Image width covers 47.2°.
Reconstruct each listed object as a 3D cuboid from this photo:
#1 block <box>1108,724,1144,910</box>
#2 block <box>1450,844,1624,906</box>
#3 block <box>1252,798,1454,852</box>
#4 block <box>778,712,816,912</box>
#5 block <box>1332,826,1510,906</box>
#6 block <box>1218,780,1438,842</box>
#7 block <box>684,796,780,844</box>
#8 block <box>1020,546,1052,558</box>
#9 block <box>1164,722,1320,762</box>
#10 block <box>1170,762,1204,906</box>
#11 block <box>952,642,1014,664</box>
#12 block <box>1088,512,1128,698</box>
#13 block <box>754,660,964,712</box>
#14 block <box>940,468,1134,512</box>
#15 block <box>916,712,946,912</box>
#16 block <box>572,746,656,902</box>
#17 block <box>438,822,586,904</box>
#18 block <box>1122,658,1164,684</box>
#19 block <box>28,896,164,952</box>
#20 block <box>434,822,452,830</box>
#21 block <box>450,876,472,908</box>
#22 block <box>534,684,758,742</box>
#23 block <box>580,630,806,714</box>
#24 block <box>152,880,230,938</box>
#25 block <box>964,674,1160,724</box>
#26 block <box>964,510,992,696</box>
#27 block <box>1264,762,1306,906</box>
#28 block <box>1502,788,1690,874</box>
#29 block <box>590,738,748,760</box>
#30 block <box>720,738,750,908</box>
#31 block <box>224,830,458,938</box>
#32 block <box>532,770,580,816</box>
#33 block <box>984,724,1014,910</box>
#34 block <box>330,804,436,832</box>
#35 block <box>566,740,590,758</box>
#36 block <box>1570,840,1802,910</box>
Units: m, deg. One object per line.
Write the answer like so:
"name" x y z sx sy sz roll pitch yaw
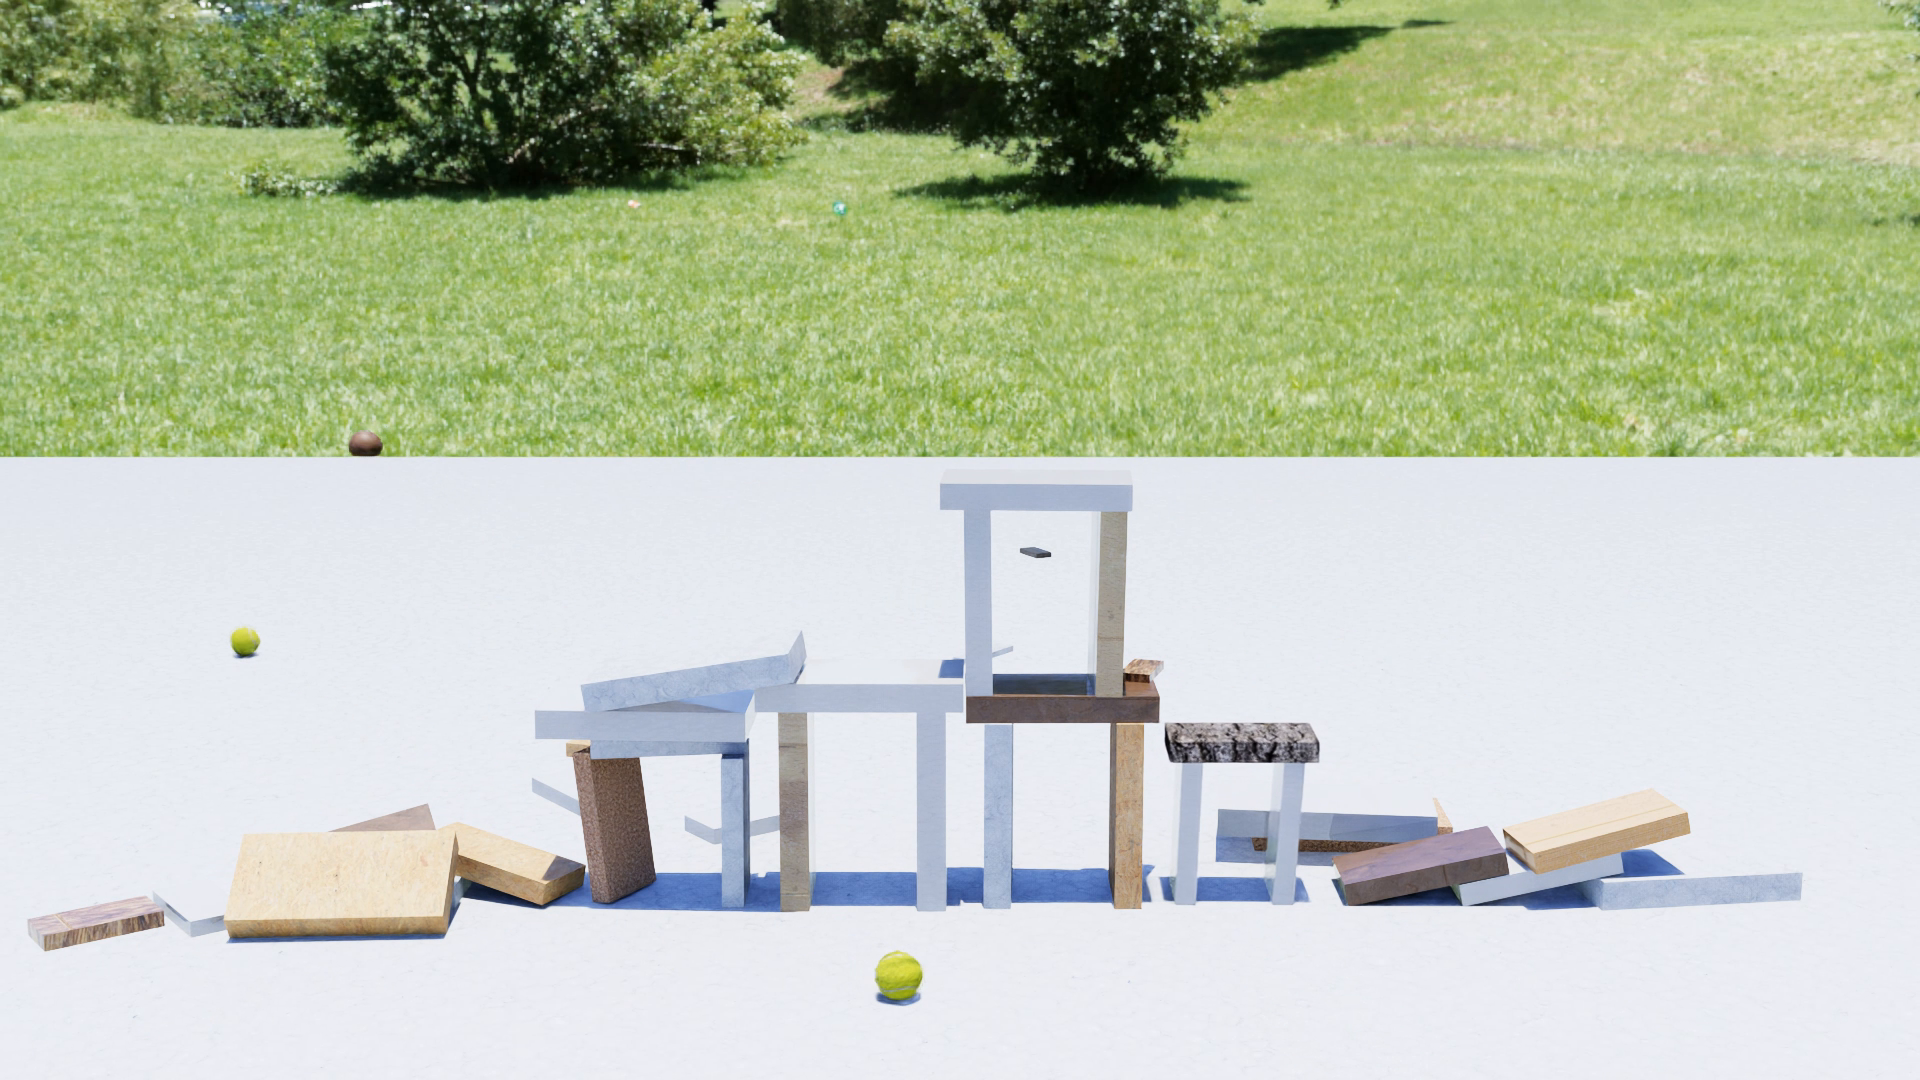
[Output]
"block" 0.275 0.436 3.642 0.044 0.312 0.156 0 11 0
"block" 0.951 0.541 3.664 0.267 0.038 0.134 -12 12 2
"block" 0.697 0.511 3.959 0.346 0.049 0.173 0 11 2
"block" -0.269 0.426 3.636 0.047 0.335 0.167 0 11 0
"block" 0.765 0.542 3.663 0.267 0.038 0.134 -12 11 3
"block" 0.642 0.478 3.872 0.374 0.049 0.173 1 11 7
"block" -0.387 0.510 4.019 0.208 0.029 0.104 -8 13 -37
"block" 0.227 0.038 6.603 0.051 0.015 0.103 -6 12 -28
"block" 0.463 0.334 3.623 0.242 0.034 0.121 0 11 1
"block" 0.375 0.470 3.650 0.034 0.242 0.121 2 11 1
"block" 0.056 0.276 5.321 0.051 0.015 0.183 7 13 35
"block" 0.239 0.089 3.579 0.043 0.304 0.152 1 10 -2
"block" -0.161 0.238 3.600 0.335 0.047 0.167 0 11 0
"block" 0.124 -0.081 3.541 0.304 0.043 0.152 1 11 3
"block" -0.046 0.426 3.636 0.047 0.335 0.167 0 11 0
"block" -0.574 0.462 3.659 0.036 0.252 0.126 -3 8 30
"block" -0.774 0.540 3.688 0.259 0.037 0.130 15 11 19
"block" 0.304 0.219 3.677 0.051 0.015 0.103 4 11 18
"block" -1.373 0.609 3.497 0.185 0.026 0.092 -8 13 -37
"block" -0.998 0.532 3.907 0.184 0.026 0.092 -2 11 -12
"block" -0.956 0.572 3.663 0.259 0.037 0.130 0 11 0
"block" -0.511 0.283 3.608 0.338 0.048 0.169 1 11 1
"block" -0.429 0.212 3.571 0.338 0.048 0.169 -9 10 5
"block" -1.232 0.596 3.565 0.092 0.026 0.185 -8 13 -37
"block" 0.165 0.260 3.616 0.312 0.044 0.156 0 10 -1
"block" 0.029 0.088 3.585 0.043 0.304 0.152 -1 10 0
"block" 0.538 0.470 3.650 0.034 0.242 0.121 3 11 1
"block" 1.053 0.482 3.645 0.267 0.038 0.134 -14 12 -5
"block" -0.482 0.322 3.628 0.252 0.036 0.126 -1 11 -10
"block" -0.371 0.467 3.642 0.036 0.252 0.126 0 11 0
"block" -0.985 0.549 3.519 0.338 0.048 0.169 -1 45 -3
"block" -0.719 0.480 4.181 0.104 0.029 0.208 -8 13 -37
"block" 0.064 0.436 3.643 0.044 0.312 0.156 1 11 2
"block" -0.983 0.527 3.602 0.259 0.037 0.130 -15 48 -17
"block" -0.715 0.412 4.547 0.104 0.029 0.208 4 11 21
"block" 1.207 0.561 3.691 0.346 0.049 0.173 -1 11 -8
